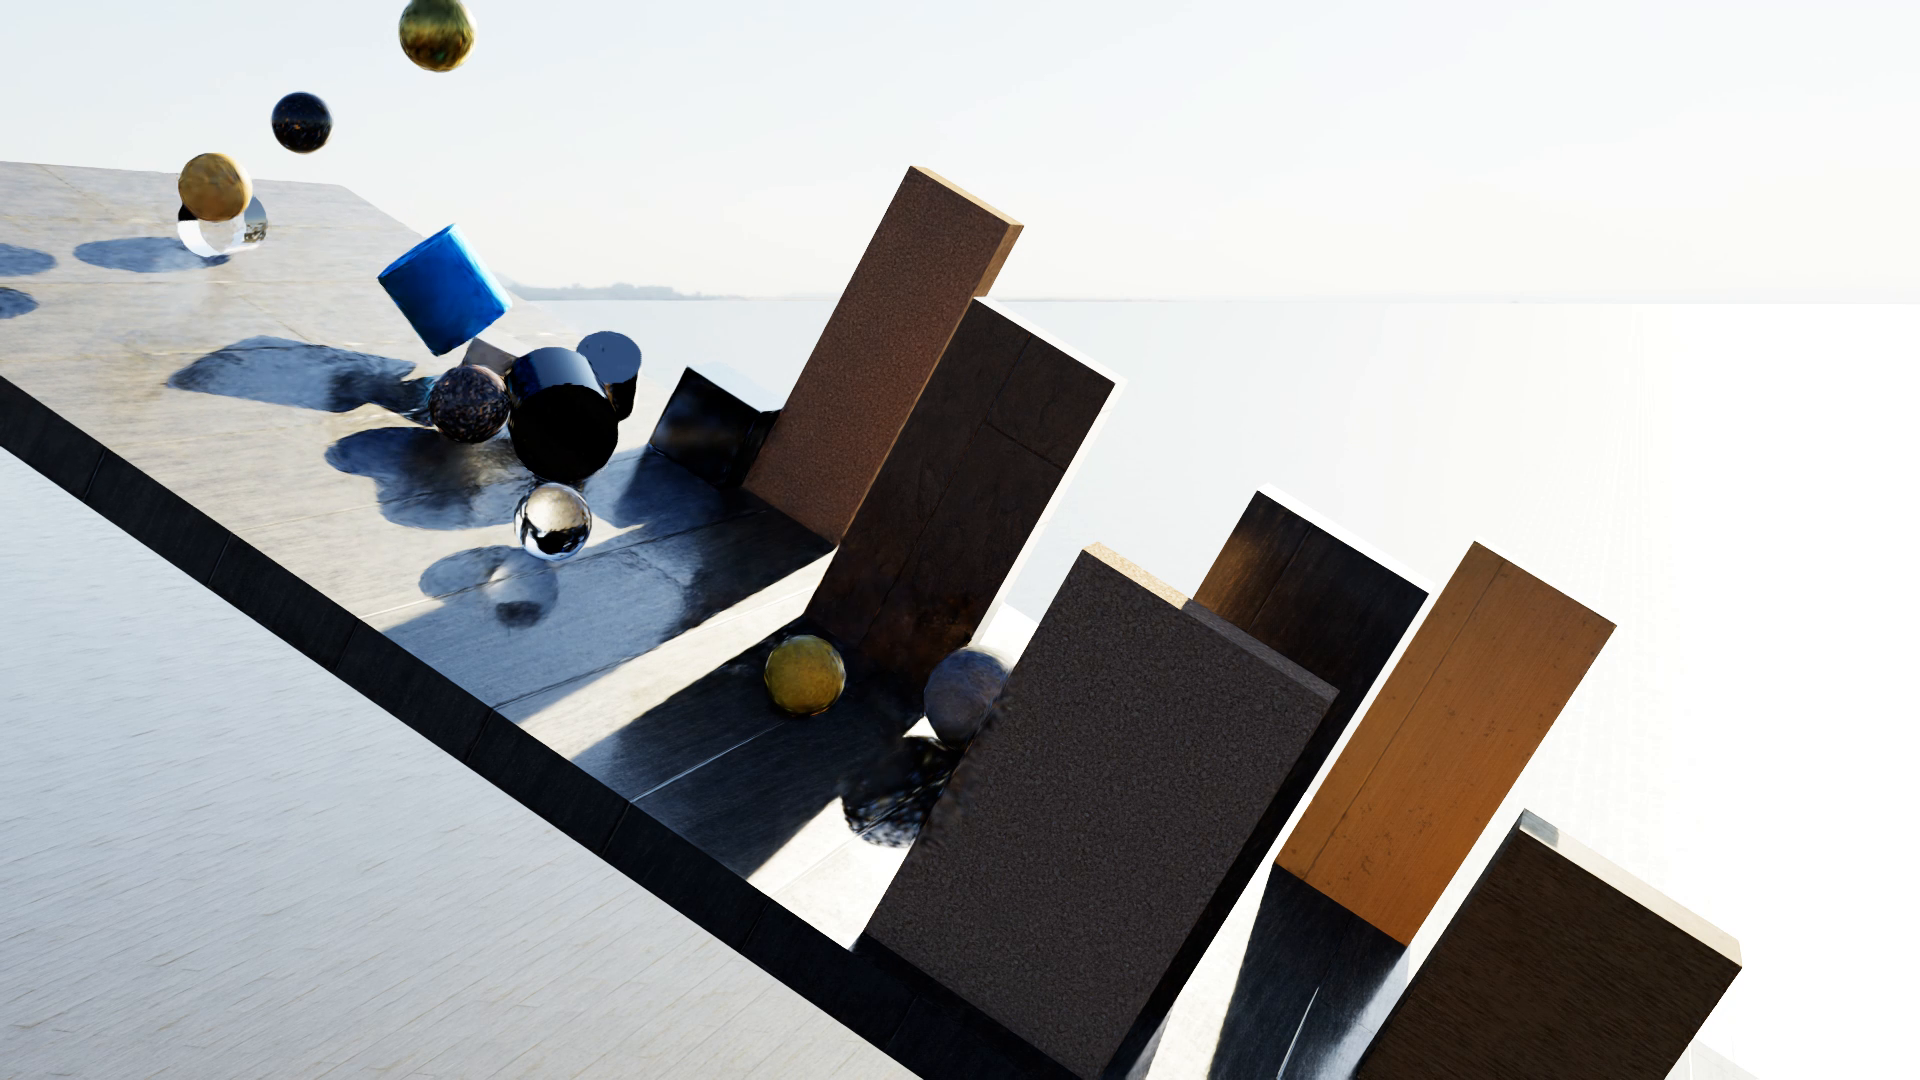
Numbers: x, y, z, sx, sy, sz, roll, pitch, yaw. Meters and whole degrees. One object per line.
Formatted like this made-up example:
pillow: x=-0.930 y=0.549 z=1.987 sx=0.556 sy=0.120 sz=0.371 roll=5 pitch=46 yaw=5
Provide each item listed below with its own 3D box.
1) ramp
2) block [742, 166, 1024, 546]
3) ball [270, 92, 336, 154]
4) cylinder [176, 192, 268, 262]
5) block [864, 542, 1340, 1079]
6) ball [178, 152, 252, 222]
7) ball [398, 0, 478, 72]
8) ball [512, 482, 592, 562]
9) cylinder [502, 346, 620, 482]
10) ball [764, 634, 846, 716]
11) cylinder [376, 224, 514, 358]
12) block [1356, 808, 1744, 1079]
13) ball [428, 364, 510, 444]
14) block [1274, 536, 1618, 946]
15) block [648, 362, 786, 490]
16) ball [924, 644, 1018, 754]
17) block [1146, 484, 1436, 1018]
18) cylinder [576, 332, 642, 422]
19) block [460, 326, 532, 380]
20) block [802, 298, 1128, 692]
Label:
ramp: x=-0.191 y=0.316 z=4.132 sx=4.000 sy=0.100 sz=2.000 roll=32 pitch=15 yaw=11
block: x=-0.171 y=-0.398 z=4.793 sx=0.255 sy=0.799 sz=0.116 roll=32 pitch=15 yaw=11
ball: x=-1.360 y=-0.864 z=4.553 sx=0.129 sy=0.129 sz=0.129 roll=0 pitch=7 yaw=0
cylinder: x=-1.493 y=-0.642 z=4.453 sx=0.127 sy=0.127 sz=0.127 roll=2 pitch=21 yaw=18
block: x=0.191 y=0.386 z=3.100 sx=0.395 sy=0.653 sz=0.090 roll=32 pitch=15 yaw=11
ball: x=-1.395 y=-0.661 z=4.119 sx=0.131 sy=0.131 sz=0.131 roll=0 pitch=7 yaw=0
ball: x=-1.084 y=-1.054 z=4.567 sx=0.163 sy=0.163 sz=0.163 roll=0 pitch=7 yaw=0
ball: x=-0.712 y=-0.031 z=3.846 sx=0.137 sy=0.137 sz=0.137 roll=0 pitch=7 yaw=0
cylinder: x=-0.786 y=-0.247 z=4.308 sx=0.204 sy=0.204 sz=0.204 roll=-2 pitch=25 yaw=-18
ball: x=-0.267 y=0.233 z=3.787 sx=0.140 sy=0.140 sz=0.140 roll=0 pitch=7 yaw=0
cylinder: x=-1.051 y=-0.510 z=4.488 sx=0.195 sy=0.195 sz=0.195 roll=-30 pitch=19 yaw=11
block: x=0.952 y=0.762 z=3.571 sx=0.393 sy=0.501 sz=0.147 roll=32 pitch=15 yaw=11
ball: x=-0.931 y=-0.258 z=4.174 sx=0.152 sy=0.152 sz=0.152 roll=0 pitch=7 yaw=0
block: x=0.942 y=0.394 z=4.294 sx=0.308 sy=0.756 sz=0.088 roll=32 pitch=15 yaw=11
block: x=-0.525 y=-0.253 z=4.838 sx=0.197 sy=0.197 sz=0.197 roll=32 pitch=15 yaw=12
ball: x=0.035 y=0.294 z=4.025 sx=0.203 sy=0.203 sz=0.203 roll=0 pitch=7 yaw=0
block: x=0.398 y=0.329 z=3.414 sx=0.297 sy=0.789 sz=0.103 roll=32 pitch=15 yaw=11
cylinder: x=-0.750 y=-0.343 z=4.660 sx=0.141 sy=0.141 sz=0.141 roll=-2 pitch=-33 yaw=-15
block: x=-0.963 y=-0.357 z=4.521 sx=0.116 sy=0.116 sz=0.116 roll=26 pitch=15 yaw=-13
block: x=0.005 y=-0.078 z=4.222 sx=0.316 sy=0.707 sz=0.102 roll=32 pitch=15 yaw=11
